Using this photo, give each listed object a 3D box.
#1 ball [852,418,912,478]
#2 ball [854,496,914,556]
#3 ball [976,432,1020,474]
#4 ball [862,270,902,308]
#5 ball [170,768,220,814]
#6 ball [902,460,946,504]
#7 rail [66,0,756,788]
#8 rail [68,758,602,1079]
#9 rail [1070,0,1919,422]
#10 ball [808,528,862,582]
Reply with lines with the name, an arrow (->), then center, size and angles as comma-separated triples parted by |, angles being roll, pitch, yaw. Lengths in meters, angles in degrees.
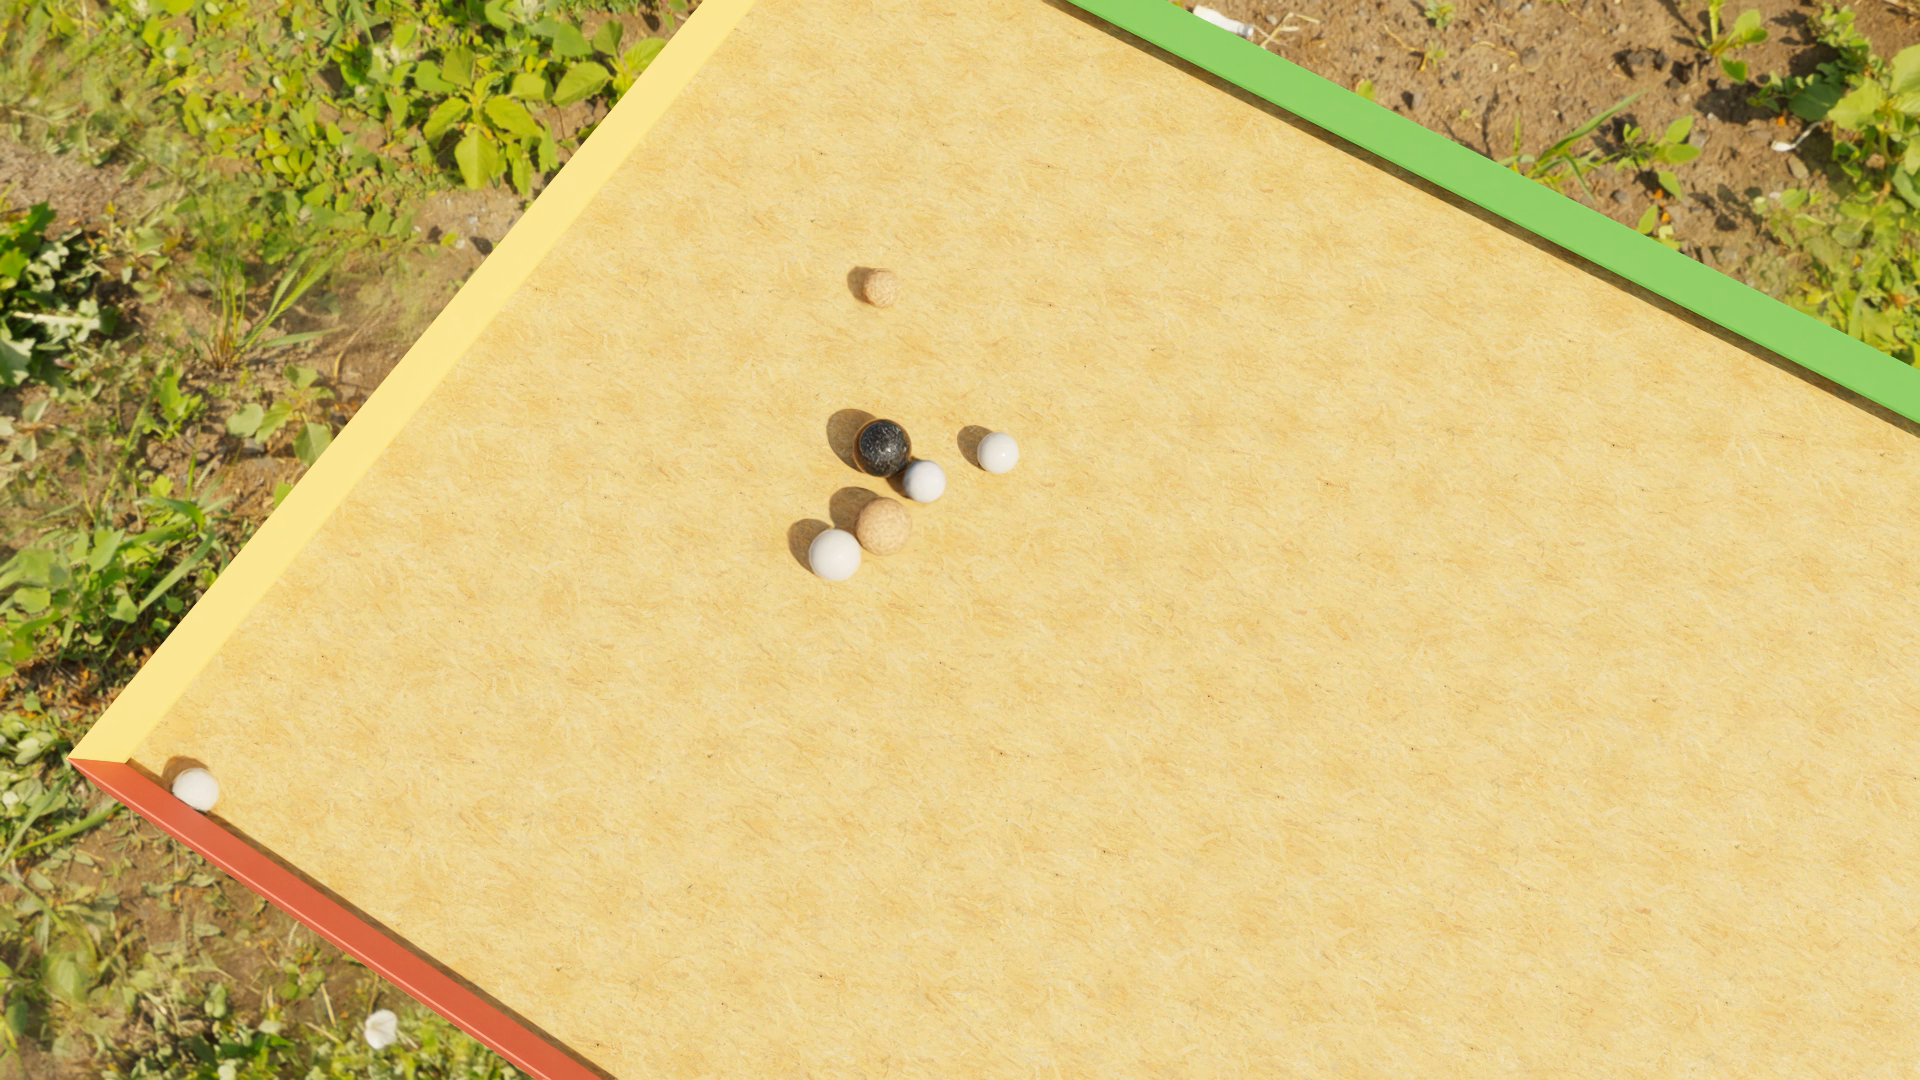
ball -> -0.128, -0.151, 3.622 | 0.100, 0.100, 0.100 | 0, 65, 0
ball -> -0.124, -0.022, 3.563 | 0.096, 0.096, 0.096 | 0, 65, 0
ball -> 0.063, -0.144, 3.634 | 0.070, 0.070, 0.070 | 0, 65, 0
ball -> -0.134, -0.430, 3.770 | 0.066, 0.066, 0.066 | 0, 65, 0
ball -> -1.178, 0.387, 3.386 | 0.072, 0.072, 0.072 | 0, 65, 0
ball -> -0.059, -0.096, 3.611 | 0.072, 0.072, 0.072 | 0, 65, 0
rail -> -0.766, -0.445, 3.741 | 0.045, 0.129, 2.115 | 30, 68, 13
rail -> 0.237, 1.230, 2.961 | 3.709, 0.129, 0.045 | 30, 68, 13
rail -> 1.335, -0.359, 3.701 | 3.709, 0.129, 0.045 | 30, 68, 13
ball -> -0.201, 0.025, 3.547 | 0.086, 0.086, 0.086 | 0, 65, 0
